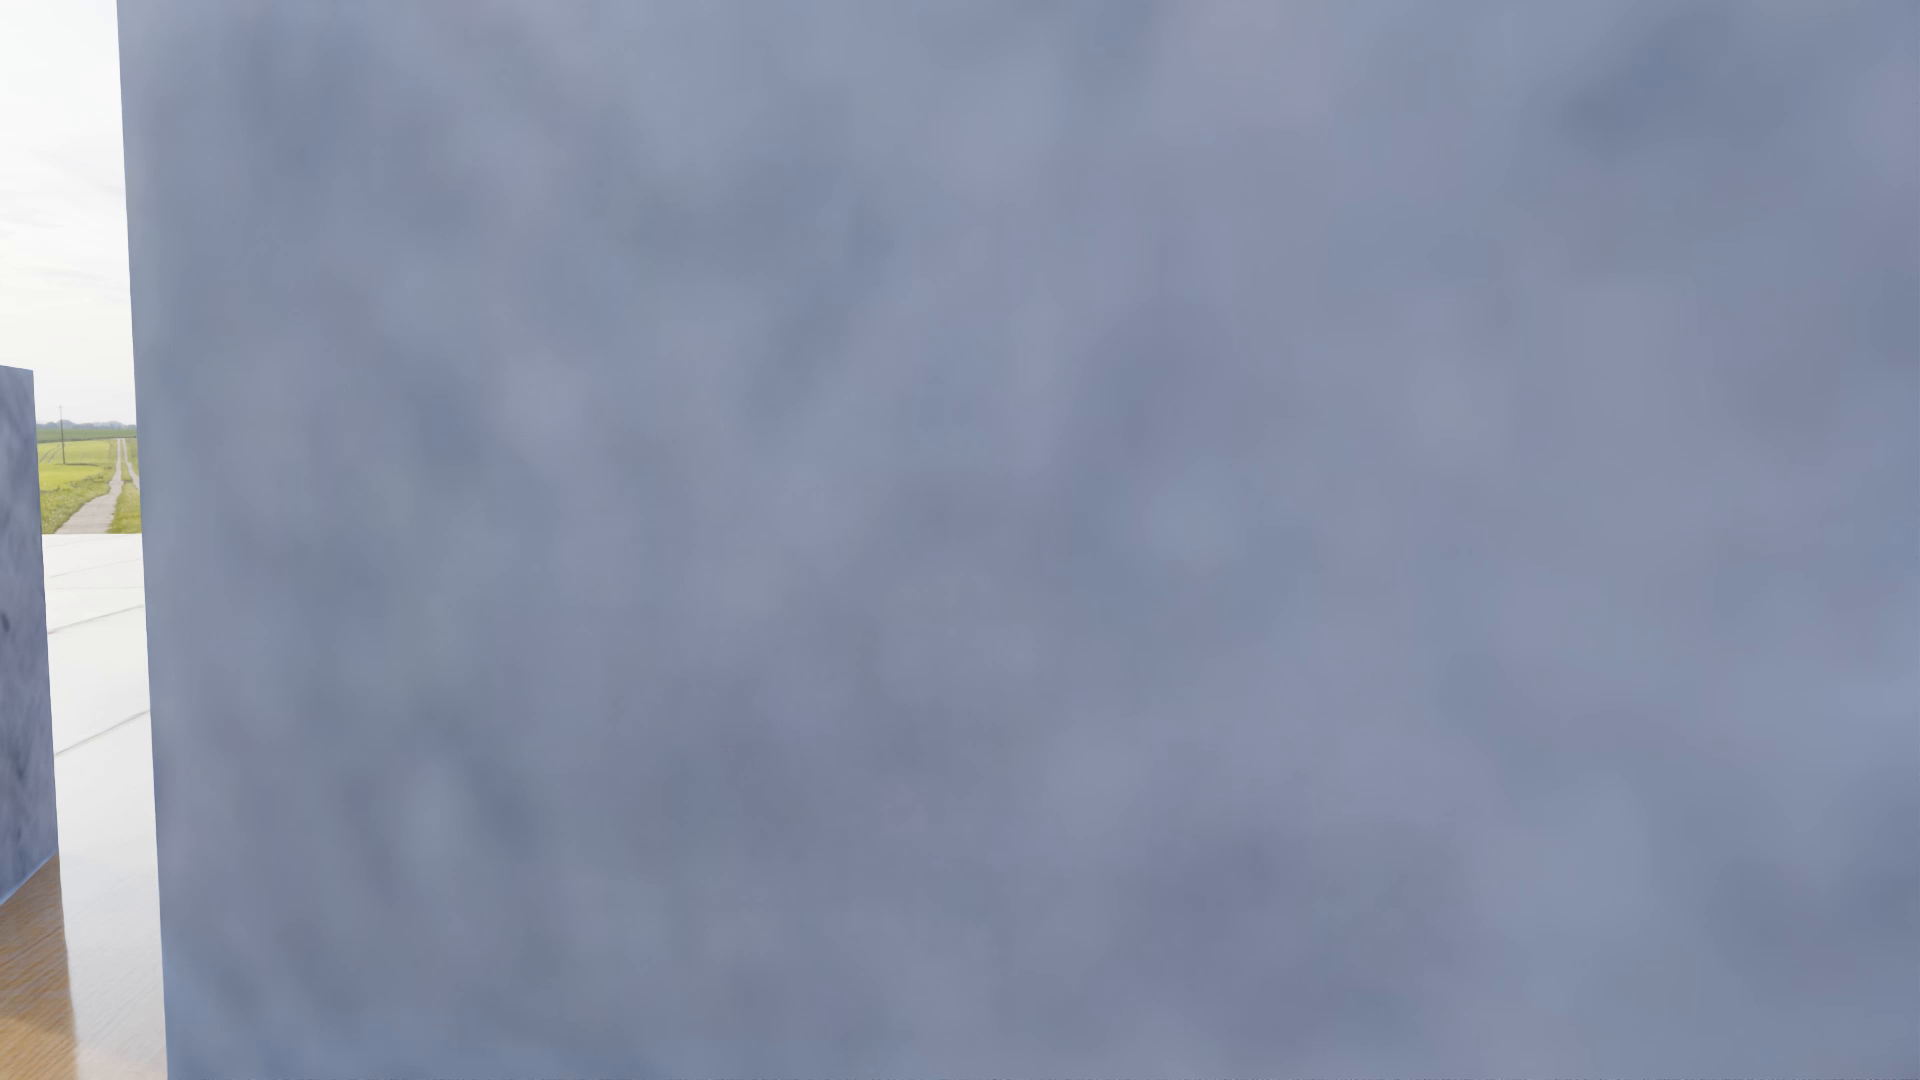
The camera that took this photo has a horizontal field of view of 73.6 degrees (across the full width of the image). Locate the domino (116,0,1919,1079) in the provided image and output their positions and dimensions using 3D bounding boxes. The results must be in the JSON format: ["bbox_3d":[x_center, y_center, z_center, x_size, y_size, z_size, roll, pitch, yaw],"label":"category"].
[{"bbox_3d":[0.000,0.016,0.022,0.025,0.050,0.009,2,5,21],"label":"domino"}]

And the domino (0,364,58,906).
[{"bbox_3d":[-0.095,0.009,0.119,0.009,0.050,0.025,-2,5,-20],"label":"domino"}]
